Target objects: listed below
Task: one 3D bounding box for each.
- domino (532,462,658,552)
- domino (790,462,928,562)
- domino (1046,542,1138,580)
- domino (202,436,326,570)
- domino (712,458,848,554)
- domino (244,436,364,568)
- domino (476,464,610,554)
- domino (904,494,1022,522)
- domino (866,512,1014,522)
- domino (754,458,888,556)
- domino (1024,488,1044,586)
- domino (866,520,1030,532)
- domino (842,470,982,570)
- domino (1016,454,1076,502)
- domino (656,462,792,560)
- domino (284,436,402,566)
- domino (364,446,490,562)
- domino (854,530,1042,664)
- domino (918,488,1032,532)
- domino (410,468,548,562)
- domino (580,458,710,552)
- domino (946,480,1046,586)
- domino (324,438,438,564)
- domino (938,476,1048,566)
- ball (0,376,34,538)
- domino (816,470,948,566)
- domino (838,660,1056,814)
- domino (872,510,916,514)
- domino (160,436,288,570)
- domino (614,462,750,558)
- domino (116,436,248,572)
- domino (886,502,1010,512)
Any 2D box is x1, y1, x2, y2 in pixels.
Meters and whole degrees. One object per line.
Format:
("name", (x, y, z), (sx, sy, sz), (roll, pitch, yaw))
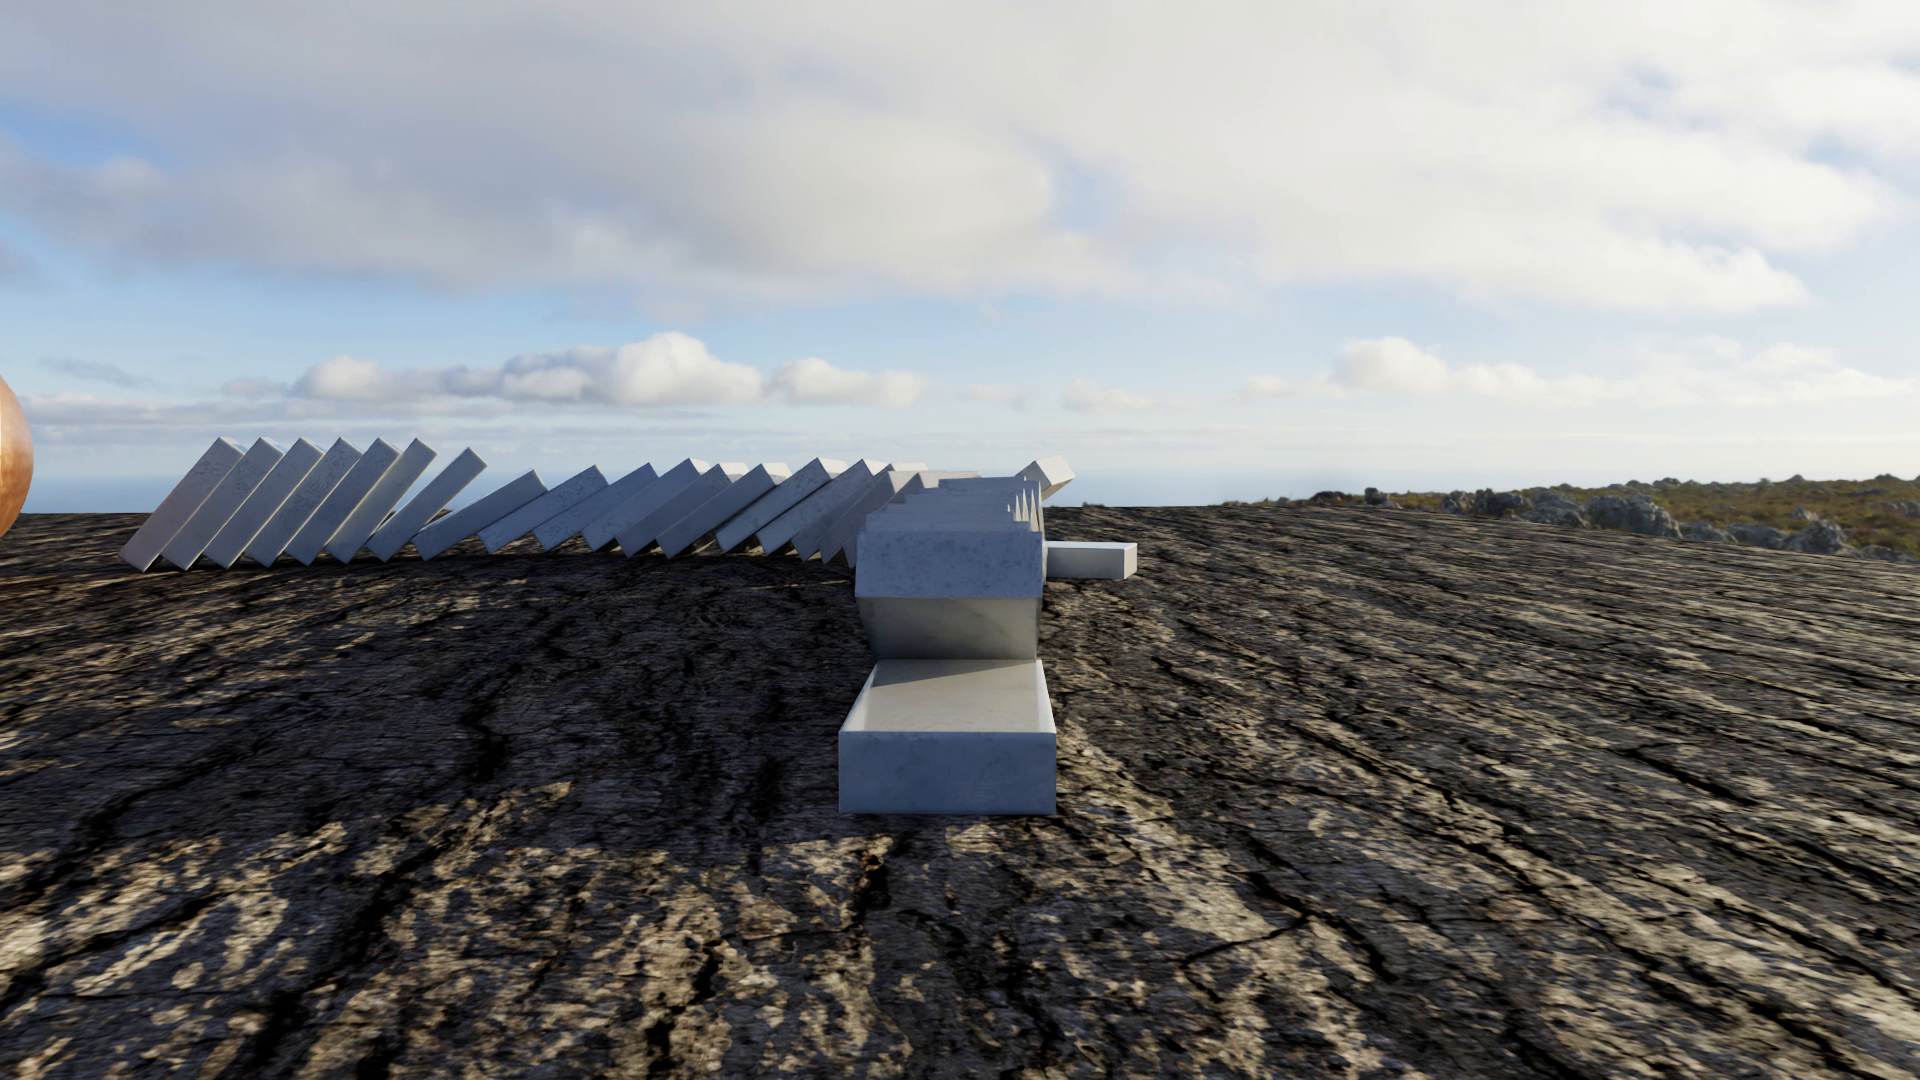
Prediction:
("domino", (-0.140, -0.012, 0.496), (0.050, 0.009, 0.025), (-33, 8, -14))
("domino", (-0.035, -0.010, 0.464), (0.050, 0.009, 0.025), (-35, -11, 24))
("domino", (0.031, 0.006, 0.423), (0.050, 0.010, 0.025), (1, 4, 17))
("domino", (-0.242, -0.014, 0.448), (0.009, 0.050, 0.025), (40, -11, -20))
("domino", (-0.065, -0.012, 0.476), (0.050, 0.010, 0.025), (-34, -9, 15))
("domino", (-0.231, -0.014, 0.454), (0.009, 0.050, 0.025), (40, -11, -20))
("domino", (-0.160, -0.012, 0.490), (0.050, 0.010, 0.025), (-33, 11, -17))
("domino", (0.003, 0.004, 0.305), (0.025, 0.010, 0.050), (0, -23, 7))
("domino", (-0.002, 0.009, 0.237), (0.025, 0.009, 0.050), (-1, -22, 4))
("domino", (-0.049, -0.012, 0.473), (0.050, 0.009, 0.025), (-34, -9, 14))
("domino", (0.009, 0.001, 0.346), (0.025, 0.009, 0.050), (1, -23, 8))
("domino", (-0.001, 0.011, 0.216), (0.025, 0.009, 0.050), (0, -22, 2))
("domino", (-0.015, -0.006, 0.425), (0.025, 0.009, 0.050), (-4, -25, -39))
("domino", (0.013, -0.009, 0.424), (0.050, 0.010, 0.025), (-37, -7, 23))
("domino", (-0.087, -0.011, 0.478), (0.050, 0.010, 0.025), (-33, -3, 12))
("domino", (-0.220, -0.015, 0.459), (0.009, 0.050, 0.025), (40, -10, -20))
("domino", (-0.197, -0.014, 0.474), (0.050, 0.009, 0.025), (-47, 19, -13))
("domino", (-0.001, 0.013, 0.195), (0.025, 0.009, 0.050), (0, -22, 2))
("domino", (0.005, 0.002, 0.324), (0.025, 0.009, 0.050), (0, -23, 7))
("domino", (-0.181, -0.010, 0.482), (0.050, 0.009, 0.025), (-33, 16, -17))
("domino", (-0.118, -0.013, 0.491), (0.050, 0.010, 0.025), (-34, -2, 3))
("domino", (0.011, -0.001, 0.366), (0.025, 0.010, 0.050), (1, -25, 7))
("domino", (-0.210, -0.015, 0.466), (0.009, 0.050, 0.025), (40, -11, -20))
("domino", (0.011, -0.003, 0.385), (0.025, 0.010, 0.050), (-1, -25, 11))
("ball", (-0.310, -0.025, 0.361), (0.080, 0.080, 0.080), (0, 4, 0))
("domino", (-0.026, -0.007, 0.441), (0.025, 0.009, 0.050), (-3, -25, -38))
("domino", (-0.001, 0.025, 0.172), (0.025, 0.009, 0.050), (0, 4, 2))
("domino", (-0.002, 0.008, 0.263), (0.025, 0.009, 0.050), (1, -21, 7))
("domino", (-0.253, -0.013, 0.444), (0.009, 0.050, 0.025), (40, -11, -20))
("domino", (-0.103, -0.012, 0.484), (0.050, 0.010, 0.025), (-33, -3, 12))
("domino", (-0.264, -0.013, 0.439), (0.009, 0.050, 0.025), (40, -11, -20))
("domino", (0.000, 0.006, 0.284), (0.025, 0.009, 0.050), (1, -22, 7))
